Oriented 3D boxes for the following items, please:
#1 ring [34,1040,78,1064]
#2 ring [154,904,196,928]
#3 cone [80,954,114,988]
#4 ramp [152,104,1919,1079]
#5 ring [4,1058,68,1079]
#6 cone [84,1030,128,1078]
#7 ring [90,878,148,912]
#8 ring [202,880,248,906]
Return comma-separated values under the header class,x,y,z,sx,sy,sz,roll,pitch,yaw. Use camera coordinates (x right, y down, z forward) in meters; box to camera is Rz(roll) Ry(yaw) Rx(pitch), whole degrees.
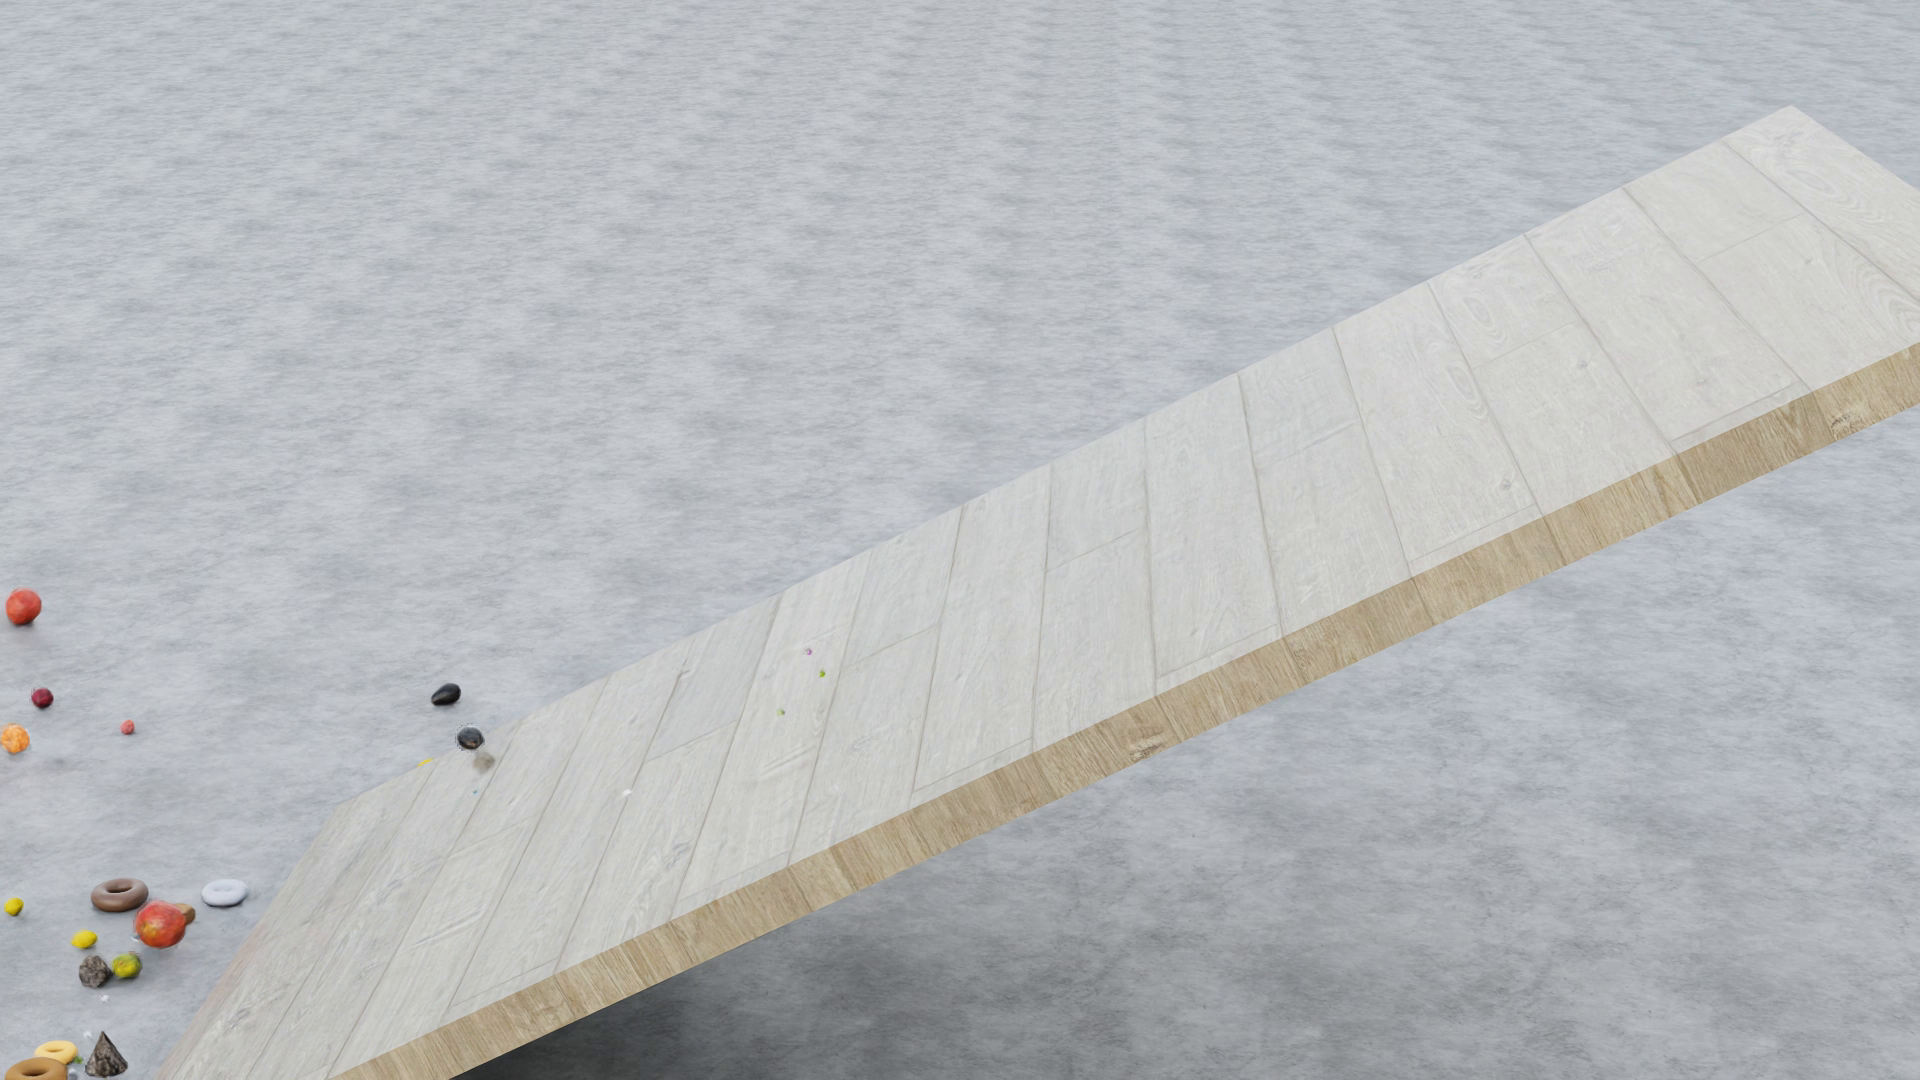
class,x,y,z,sx,sy,sz,roll,pitch,yaw
ring,-1.969,1.119,6.407,0.092,0.031,0.092,1,16,0
ring,-1.896,0.906,7.104,0.098,0.033,0.098,1,16,0
cone,-1.979,0.999,6.795,0.076,0.076,0.076,8,-8,25
ramp,0.140,0.168,6.281,4.000,0.100,2.000,-26,14,10
ring,-1.976,1.148,6.289,0.130,0.043,0.130,1,18,0
cone,-1.850,1.101,6.361,0.091,0.091,0.091,0,17,0
ring,-2.058,0.869,7.205,0.137,0.046,0.137,-1,18,0
ring,-1.807,0.867,7.226,0.111,0.037,0.111,0,18,0
